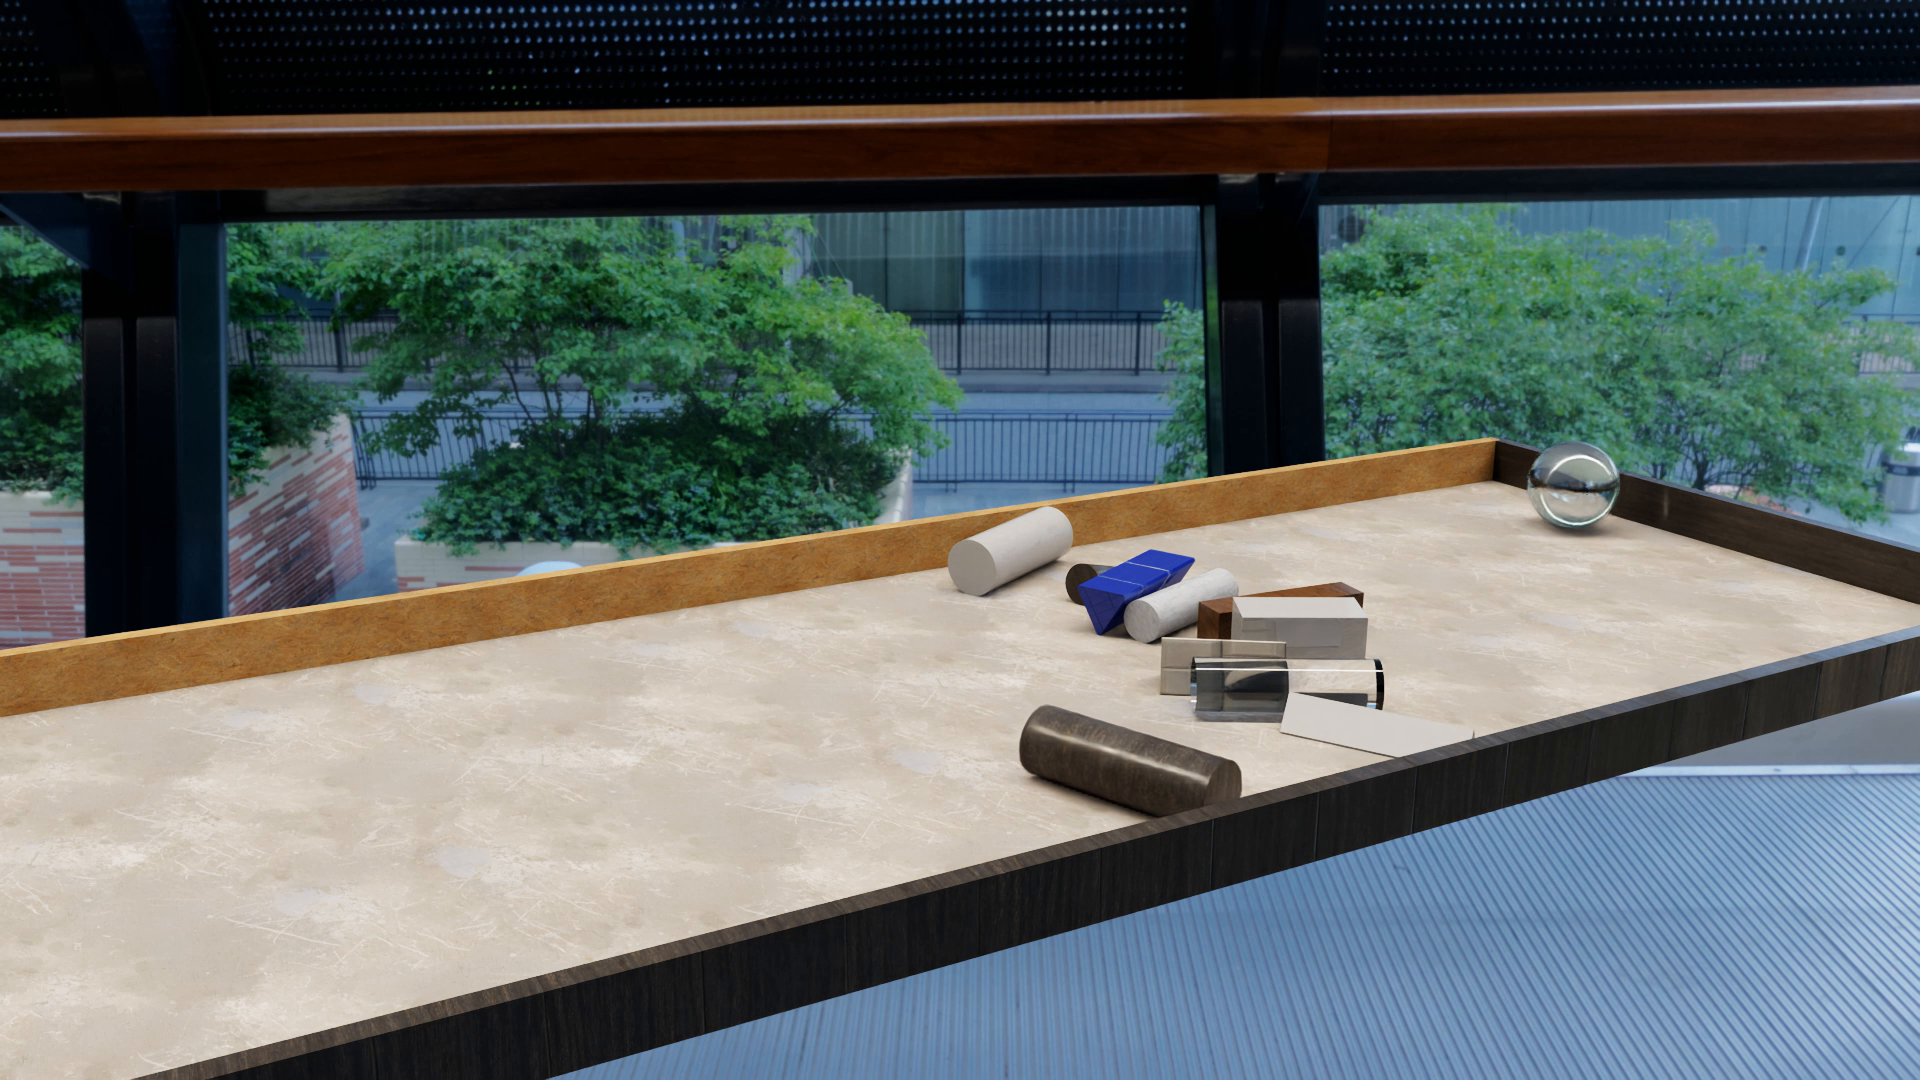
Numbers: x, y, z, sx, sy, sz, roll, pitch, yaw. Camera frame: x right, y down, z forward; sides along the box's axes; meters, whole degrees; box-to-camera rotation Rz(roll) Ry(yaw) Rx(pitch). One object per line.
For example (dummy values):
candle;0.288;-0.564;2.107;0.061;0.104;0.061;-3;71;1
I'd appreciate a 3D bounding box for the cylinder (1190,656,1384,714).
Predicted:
cylinder;0.776;0.348;3.932;0.438;0.134;0.134;1;16;2

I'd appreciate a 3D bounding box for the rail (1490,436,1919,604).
rail;2.466;-0.048;5.253;0.050;0.150;2.100;-9;18;-27

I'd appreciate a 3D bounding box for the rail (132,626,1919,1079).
rail;-2.336;1.006;1.665;12.000;0.150;0.050;-9;18;-27

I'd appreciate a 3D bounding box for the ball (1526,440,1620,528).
ball;2.032;-0.183;5.464;0.290;0.290;0.290;0;16;0

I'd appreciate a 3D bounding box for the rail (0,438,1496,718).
rail;-3.305;0.497;3.399;12.000;0.150;0.050;-9;18;-27

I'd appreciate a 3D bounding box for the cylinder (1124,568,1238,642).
cylinder;0.613;0.177;4.543;0.118;0.118;0.383;14;21;40

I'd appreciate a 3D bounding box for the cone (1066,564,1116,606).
cone;0.486;0.110;4.873;0.121;0.121;0.428;13;13;38

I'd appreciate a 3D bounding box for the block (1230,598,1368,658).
block;0.865;0.248;4.225;0.314;0.160;0.160;0;16;1

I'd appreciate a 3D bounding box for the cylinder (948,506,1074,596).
cylinder;0.157;0.029;4.958;0.169;0.169;0.441;11;19;32

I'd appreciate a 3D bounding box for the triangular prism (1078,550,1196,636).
triangular prism;0.481;0.117;4.623;0.126;0.146;0.418;42;33;18

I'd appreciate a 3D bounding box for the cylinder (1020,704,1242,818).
cylinder;0.352;0.476;3.462;0.460;0.154;0.154;13;21;38

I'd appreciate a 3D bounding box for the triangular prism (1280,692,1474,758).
triangular prism;0.949;0.426;3.748;0.426;0.084;0.097;10;19;30

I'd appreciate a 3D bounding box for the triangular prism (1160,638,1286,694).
triangular prism;0.651;0.305;4.091;0.304;0.121;0.140;2;16;6

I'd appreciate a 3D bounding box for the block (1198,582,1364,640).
block;0.869;0.205;4.468;0.455;0.106;0.106;-7;18;-22
